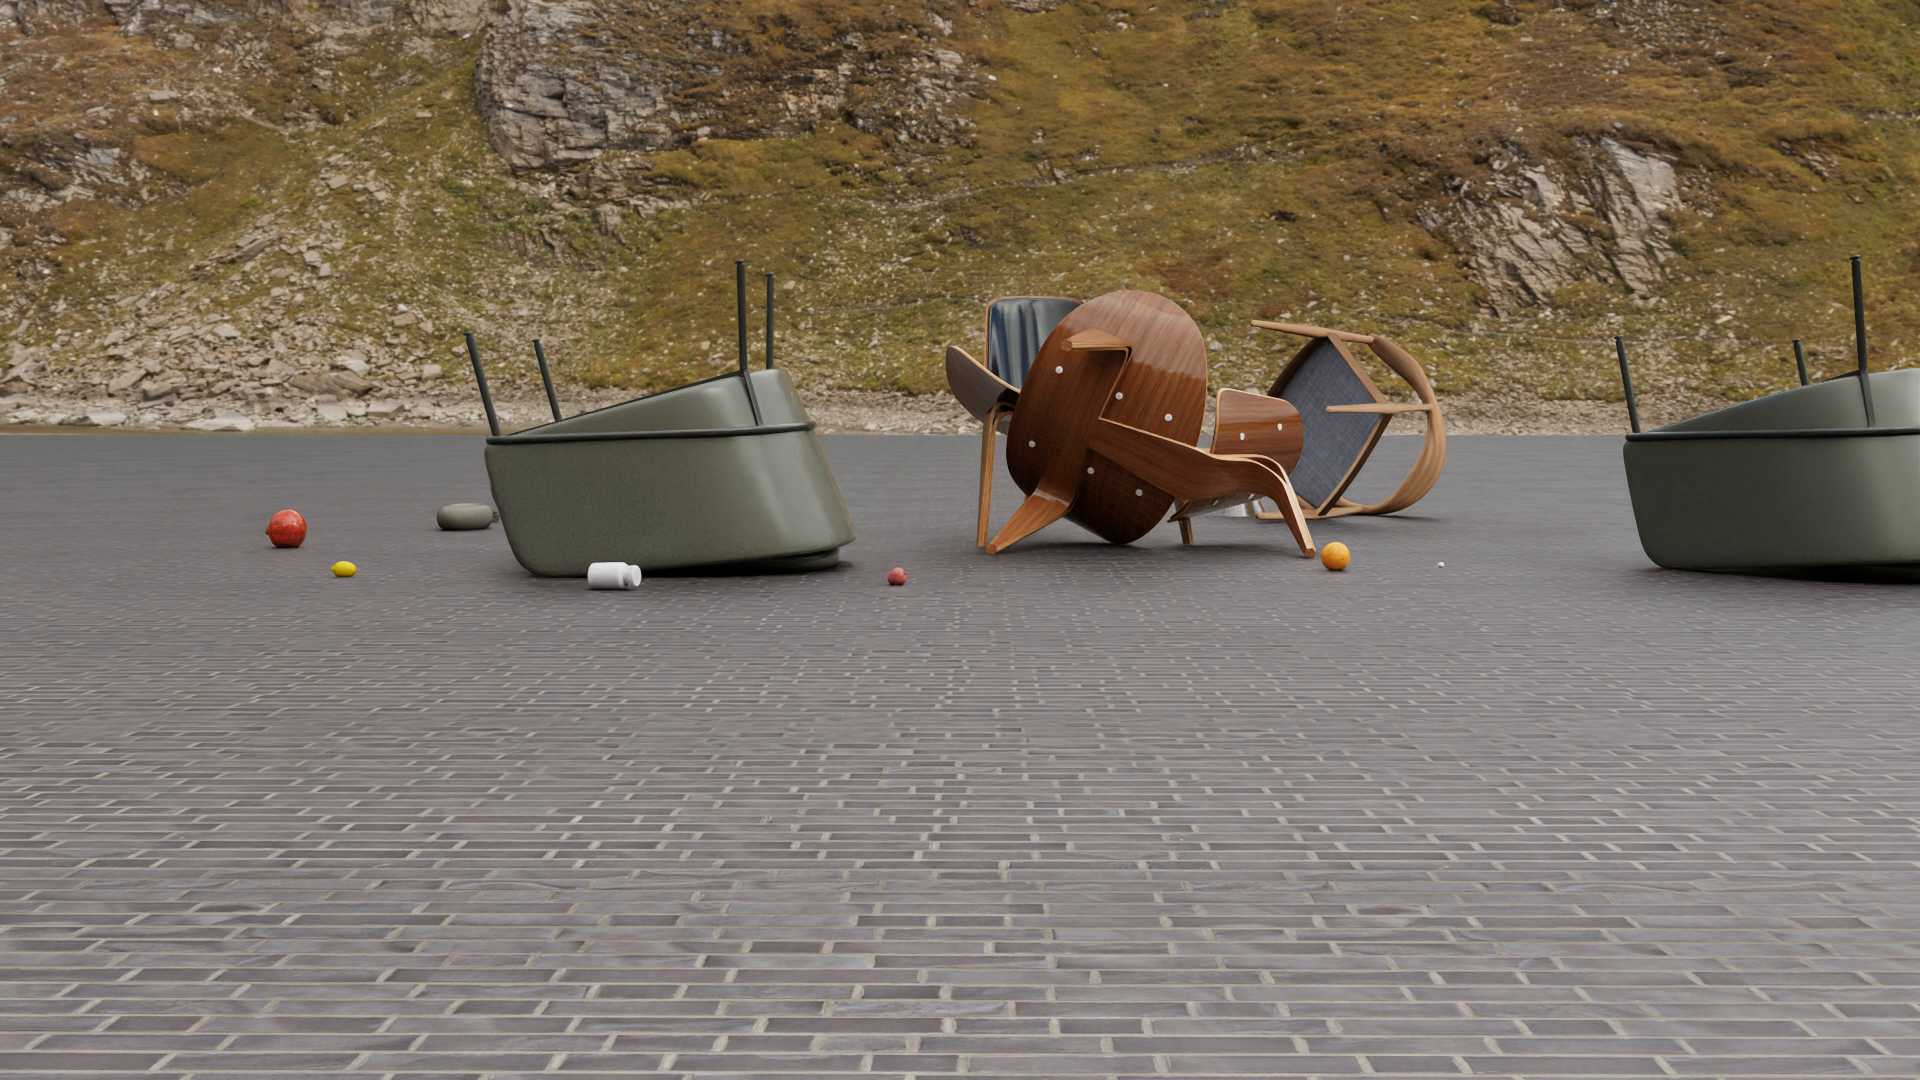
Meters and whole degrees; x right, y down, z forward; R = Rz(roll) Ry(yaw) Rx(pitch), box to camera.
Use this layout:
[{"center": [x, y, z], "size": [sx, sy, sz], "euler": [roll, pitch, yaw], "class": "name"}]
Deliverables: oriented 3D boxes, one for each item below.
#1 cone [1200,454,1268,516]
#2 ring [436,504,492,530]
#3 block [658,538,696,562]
[{"center": [0.978, -0.203, 7.868], "size": [0.248, 0.223, 0.230], "euler": [1, 4, 18], "class": "cone"}, {"center": [-1.593, -0.075, 7.076], "size": [0.155, 0.077, 0.235], "euler": [3, 6, 16], "class": "ring"}, {"center": [-0.740, 0.027, 5.750], "size": [0.081, 0.055, 0.125], "euler": [0, 4, 3], "class": "block"}]
